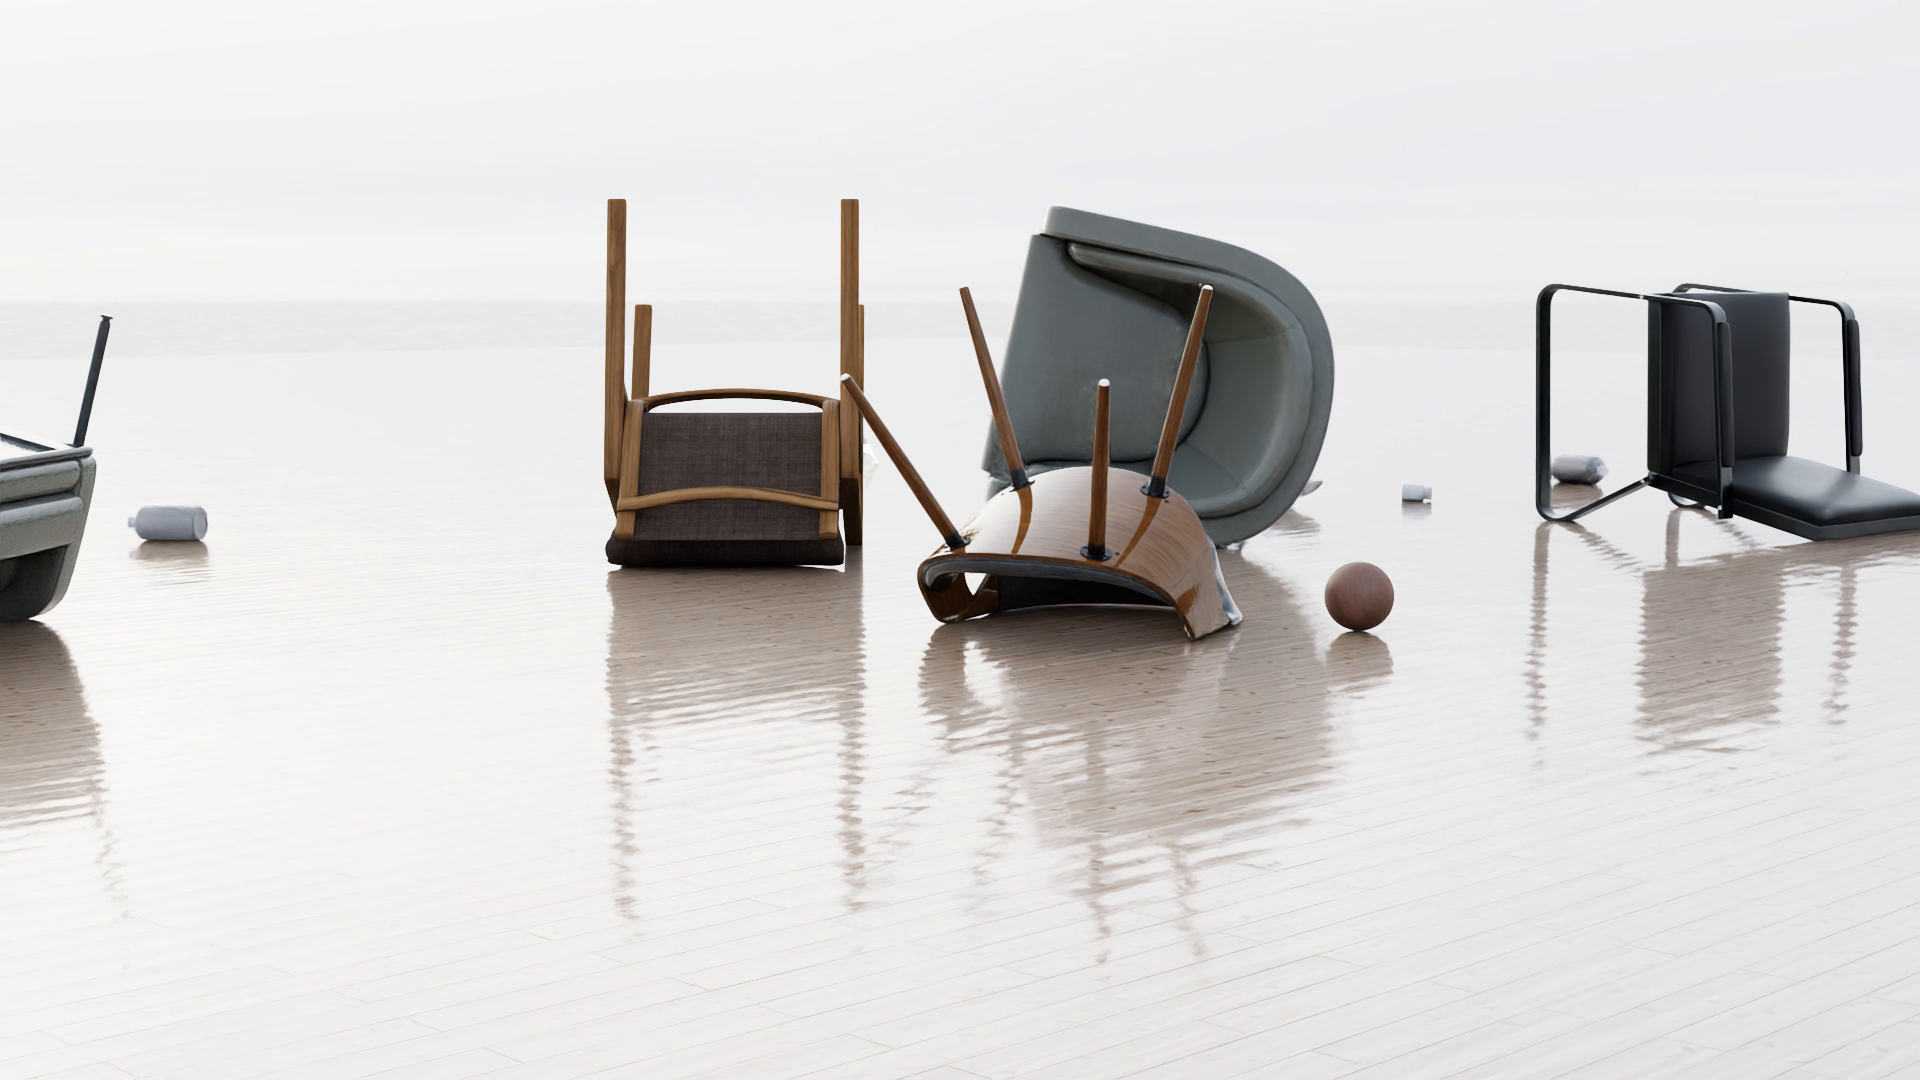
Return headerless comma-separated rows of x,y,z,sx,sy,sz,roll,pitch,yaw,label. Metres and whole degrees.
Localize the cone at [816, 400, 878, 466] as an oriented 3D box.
-0.399,-0.385,9.054,0.223,0.224,0.312,0,6,1,cone
